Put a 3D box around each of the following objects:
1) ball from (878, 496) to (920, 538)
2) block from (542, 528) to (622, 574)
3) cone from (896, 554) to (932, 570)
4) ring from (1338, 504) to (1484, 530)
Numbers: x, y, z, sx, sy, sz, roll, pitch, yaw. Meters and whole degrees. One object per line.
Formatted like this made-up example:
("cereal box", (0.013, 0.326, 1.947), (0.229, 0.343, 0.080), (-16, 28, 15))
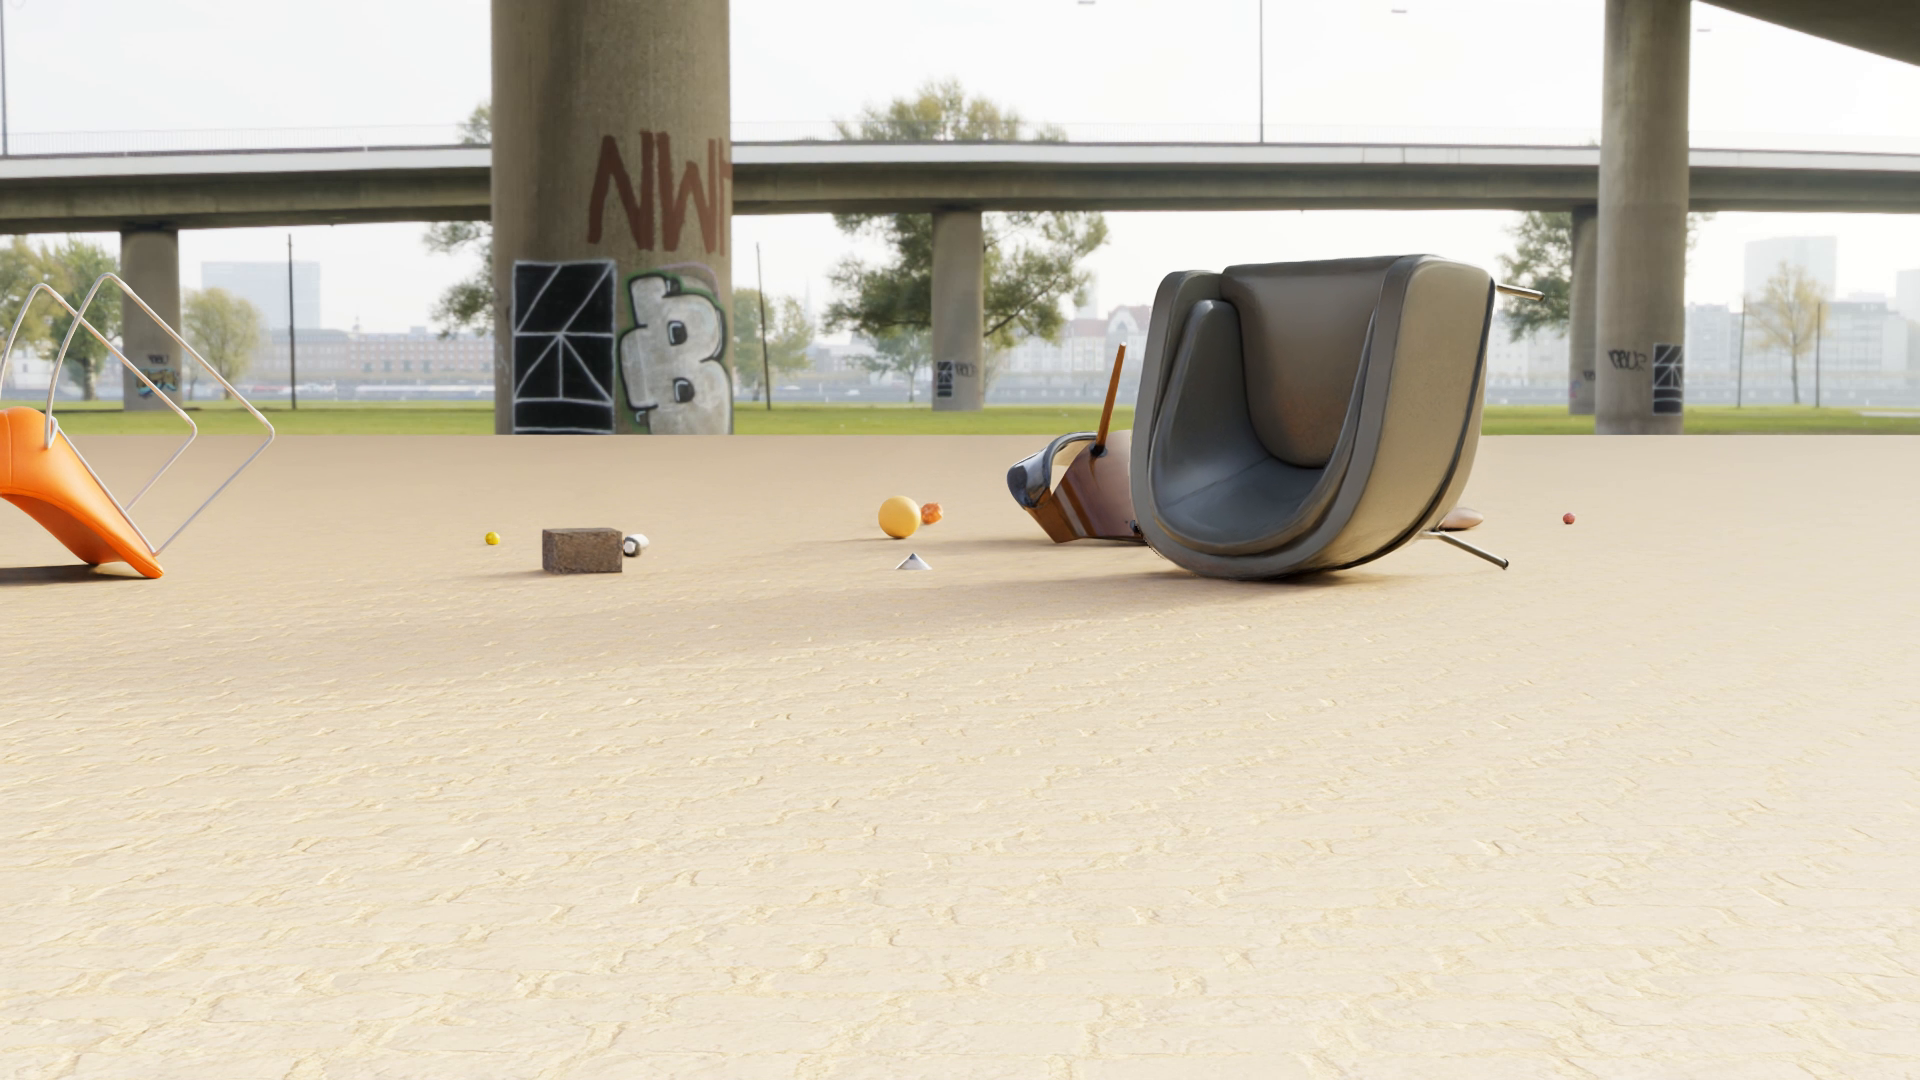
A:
("ball", (-0.182, -0.069, 6.608), (0.129, 0.129, 0.129), (0, 4, 0))
("block", (-0.932, 0.026, 5.427), (0.168, 0.101, 0.166), (-1, 4, -20))
("cone", (-0.116, 0.052, 5.505), (0.096, 0.040, 0.082), (0, 4, 7))
("ring", (1.459, -0.072, 7.129), (0.466, 0.066, 0.436), (1, 4, 14))
